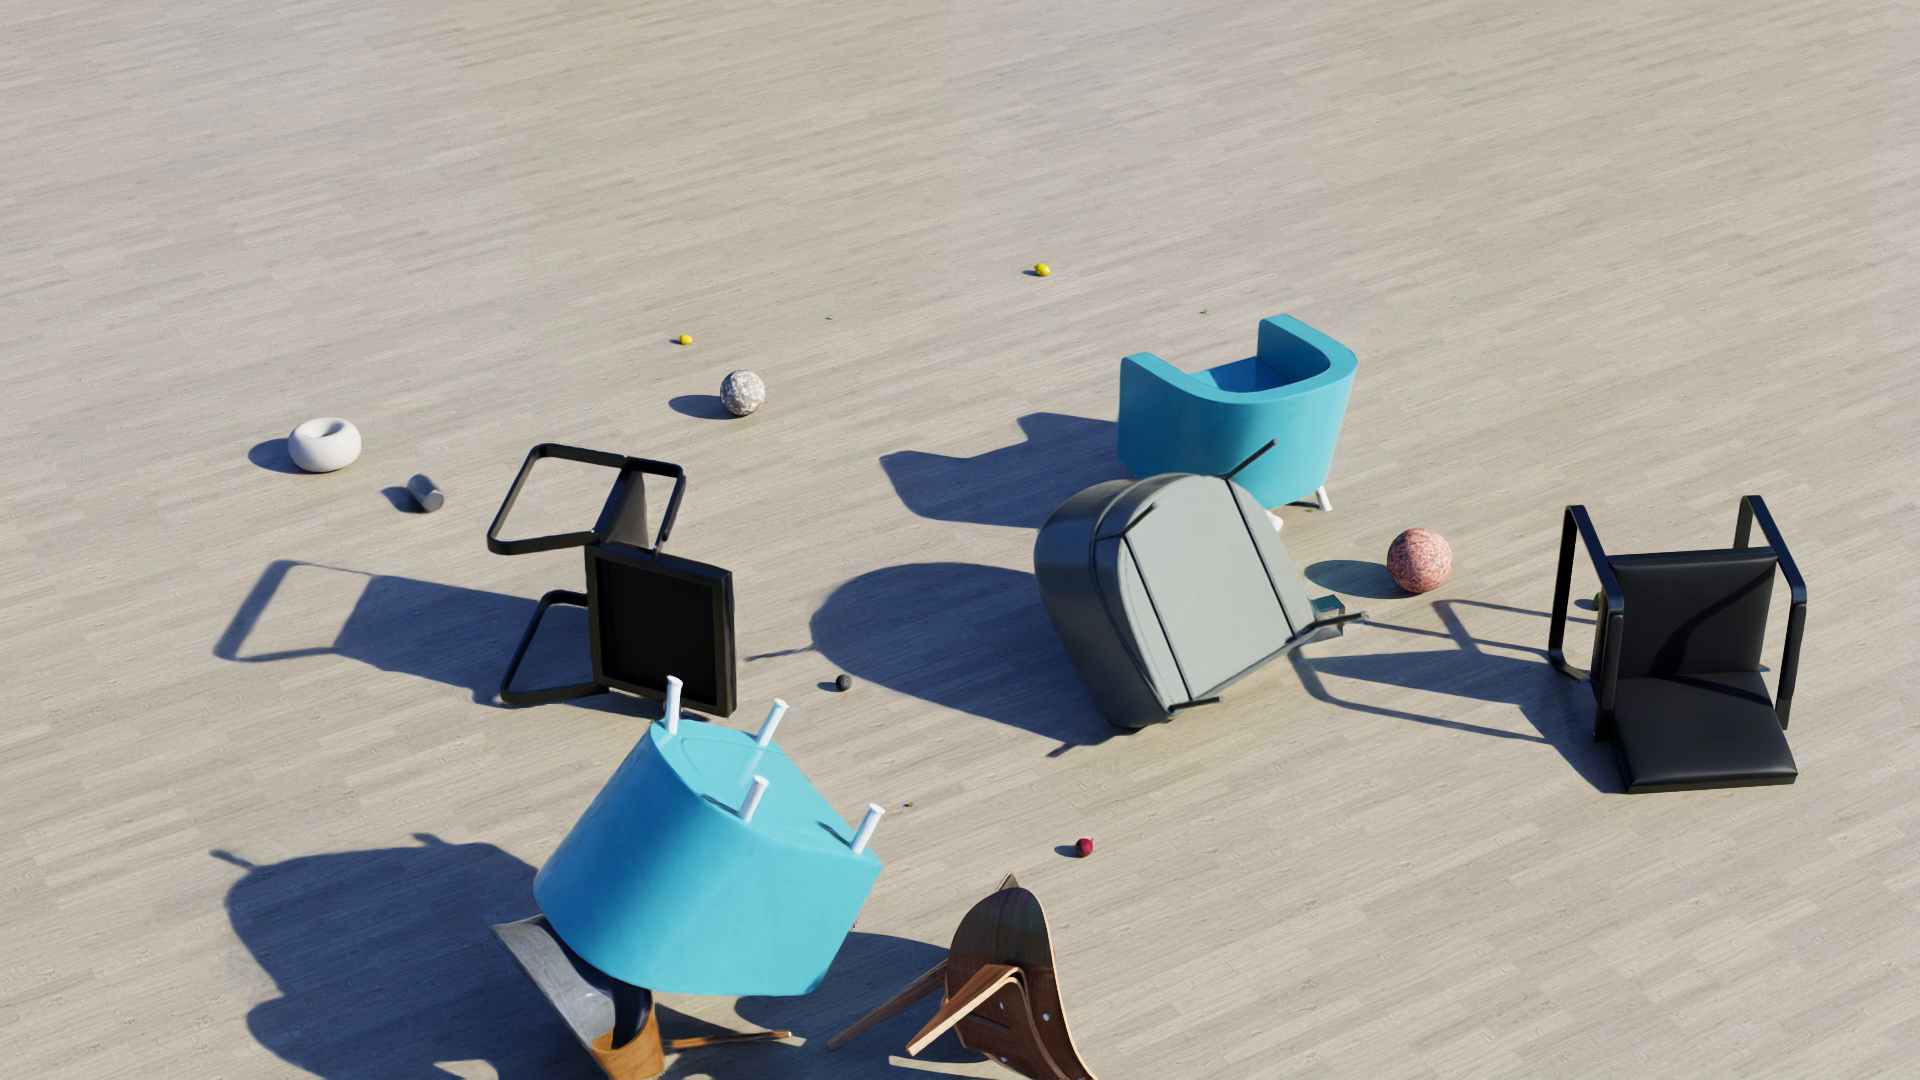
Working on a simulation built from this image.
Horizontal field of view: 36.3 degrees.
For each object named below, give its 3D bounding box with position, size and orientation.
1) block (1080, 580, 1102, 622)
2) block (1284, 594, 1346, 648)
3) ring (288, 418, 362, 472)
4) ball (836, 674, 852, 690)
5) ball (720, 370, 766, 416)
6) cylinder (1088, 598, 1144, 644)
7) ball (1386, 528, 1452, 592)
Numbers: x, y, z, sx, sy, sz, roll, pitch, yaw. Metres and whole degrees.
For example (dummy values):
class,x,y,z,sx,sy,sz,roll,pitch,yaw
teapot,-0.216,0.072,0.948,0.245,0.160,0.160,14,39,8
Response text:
class,x,y,z,sx,sy,sz,roll,pitch,yaw
block,0.469,0.219,10.510,0.069,0.111,0.094,3,34,5
block,1.256,0.287,10.394,0.194,0.125,0.085,-13,36,-19
ring,-2.465,-0.371,11.376,0.284,0.144,0.259,-1,29,8
ball,-0.402,0.493,10.145,0.057,0.057,0.057,0,33,0
ball,-0.865,-0.587,11.671,0.182,0.182,0.182,0,33,0
cylinder,0.554,0.284,10.401,0.164,0.120,0.131,14,65,20
ball,1.664,0.073,10.618,0.237,0.237,0.237,0,33,0
